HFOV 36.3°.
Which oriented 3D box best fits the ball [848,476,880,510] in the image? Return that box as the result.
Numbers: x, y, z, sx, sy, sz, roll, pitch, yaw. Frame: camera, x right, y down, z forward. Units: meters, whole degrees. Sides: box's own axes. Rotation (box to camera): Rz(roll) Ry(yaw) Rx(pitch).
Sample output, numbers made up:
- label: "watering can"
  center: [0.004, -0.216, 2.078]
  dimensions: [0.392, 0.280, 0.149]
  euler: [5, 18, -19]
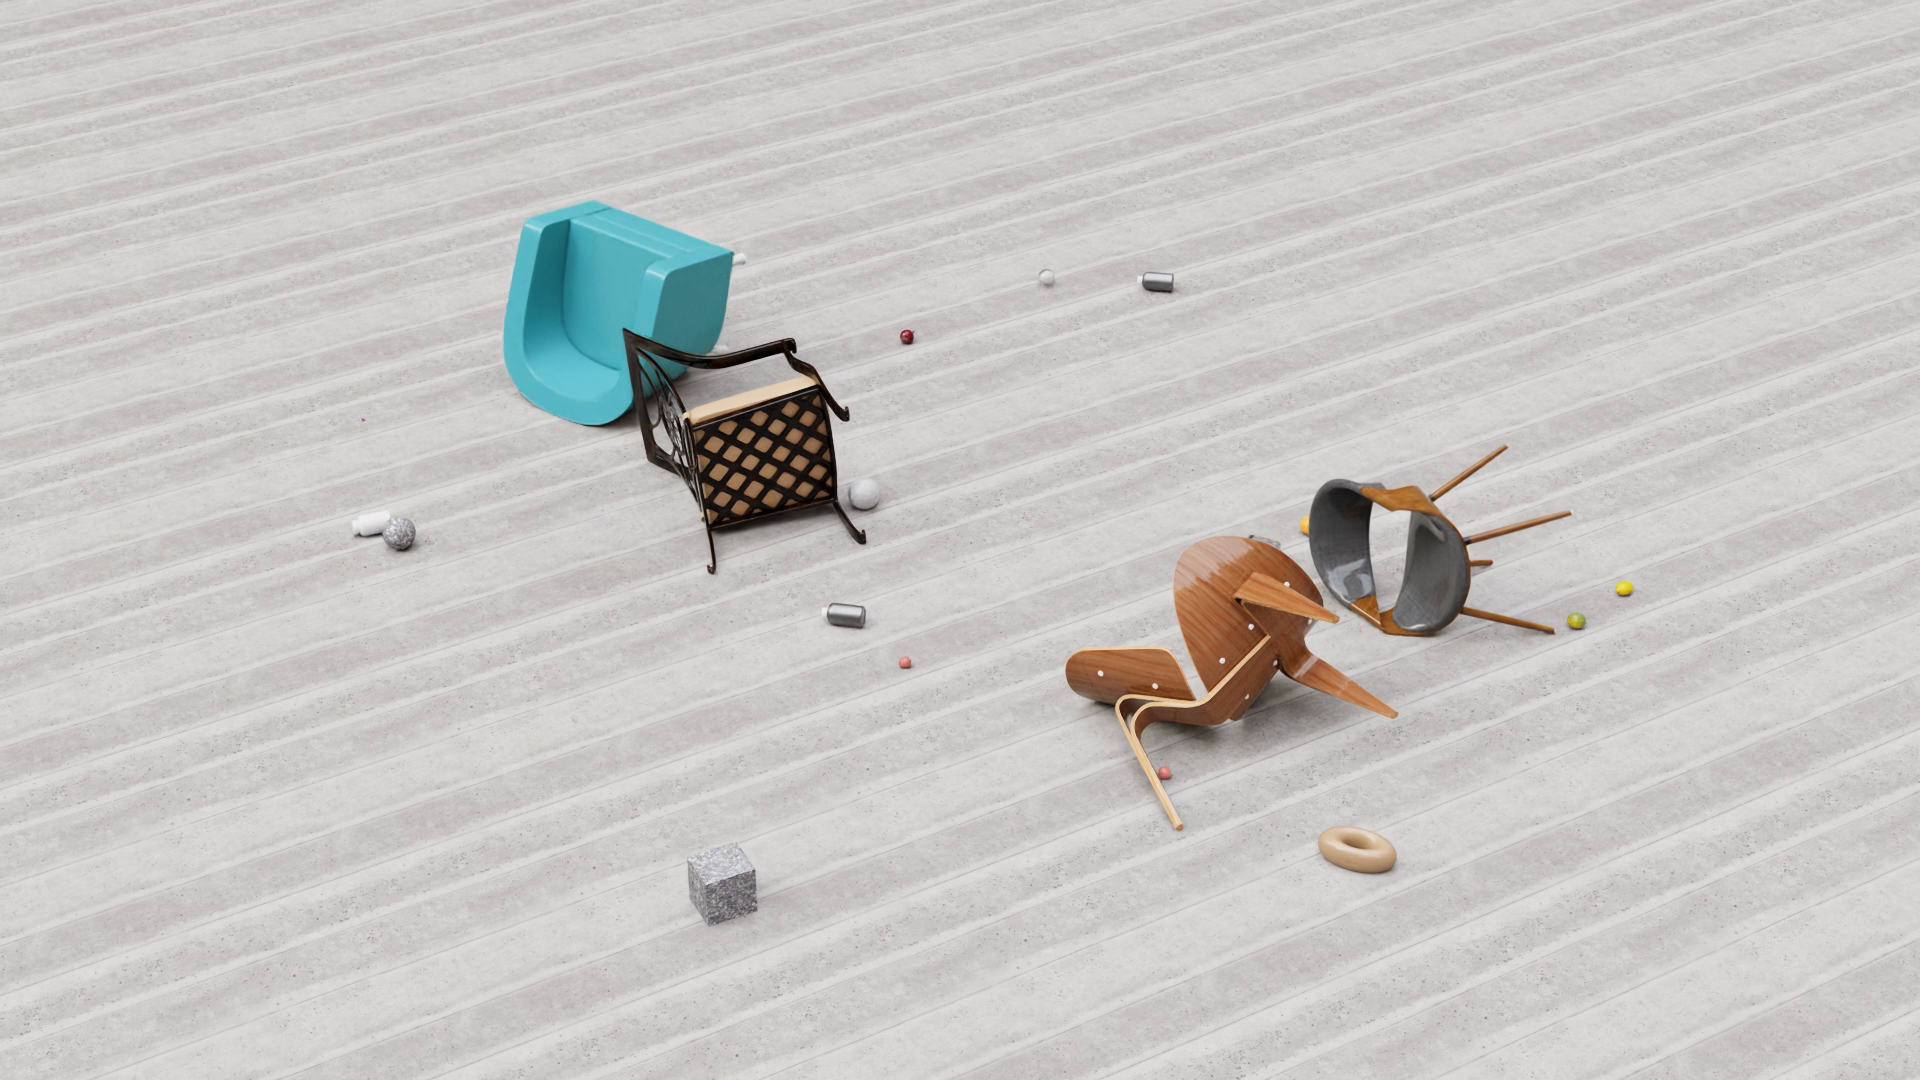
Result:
- label: "ball"
  center: [-0.364, -0.178, 11.102]
  dimensions: [0.124, 0.124, 0.124]
  euler: [0, 33, 0]

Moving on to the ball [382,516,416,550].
- label: "ball"
  center: [-2.080, -0.027, 10.874]
  dimensions: [0.123, 0.123, 0.123]
  euler: [0, 33, 0]

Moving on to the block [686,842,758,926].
- label: "block"
  center: [-0.743, 1.074, 9.160]
  dimensions: [0.167, 0.170, 0.151]
  euler: [-16, 36, -22]

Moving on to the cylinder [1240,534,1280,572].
- label: "cylinder"
  center: [1.104, 0.049, 10.784]
  dimensions: [0.110, 0.089, 0.134]
  euler: [16, 55, 23]

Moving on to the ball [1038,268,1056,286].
- label: "ball"
  center: [0.372, -1.127, 12.588]
  dimensions: [0.074, 0.074, 0.074]
  euler: [0, 33, 0]

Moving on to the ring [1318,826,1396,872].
- label: "ring"
  center: [1.269, 0.988, 9.368]
  dimensions: [0.260, 0.086, 0.151]
  euler: [13, 37, 18]
